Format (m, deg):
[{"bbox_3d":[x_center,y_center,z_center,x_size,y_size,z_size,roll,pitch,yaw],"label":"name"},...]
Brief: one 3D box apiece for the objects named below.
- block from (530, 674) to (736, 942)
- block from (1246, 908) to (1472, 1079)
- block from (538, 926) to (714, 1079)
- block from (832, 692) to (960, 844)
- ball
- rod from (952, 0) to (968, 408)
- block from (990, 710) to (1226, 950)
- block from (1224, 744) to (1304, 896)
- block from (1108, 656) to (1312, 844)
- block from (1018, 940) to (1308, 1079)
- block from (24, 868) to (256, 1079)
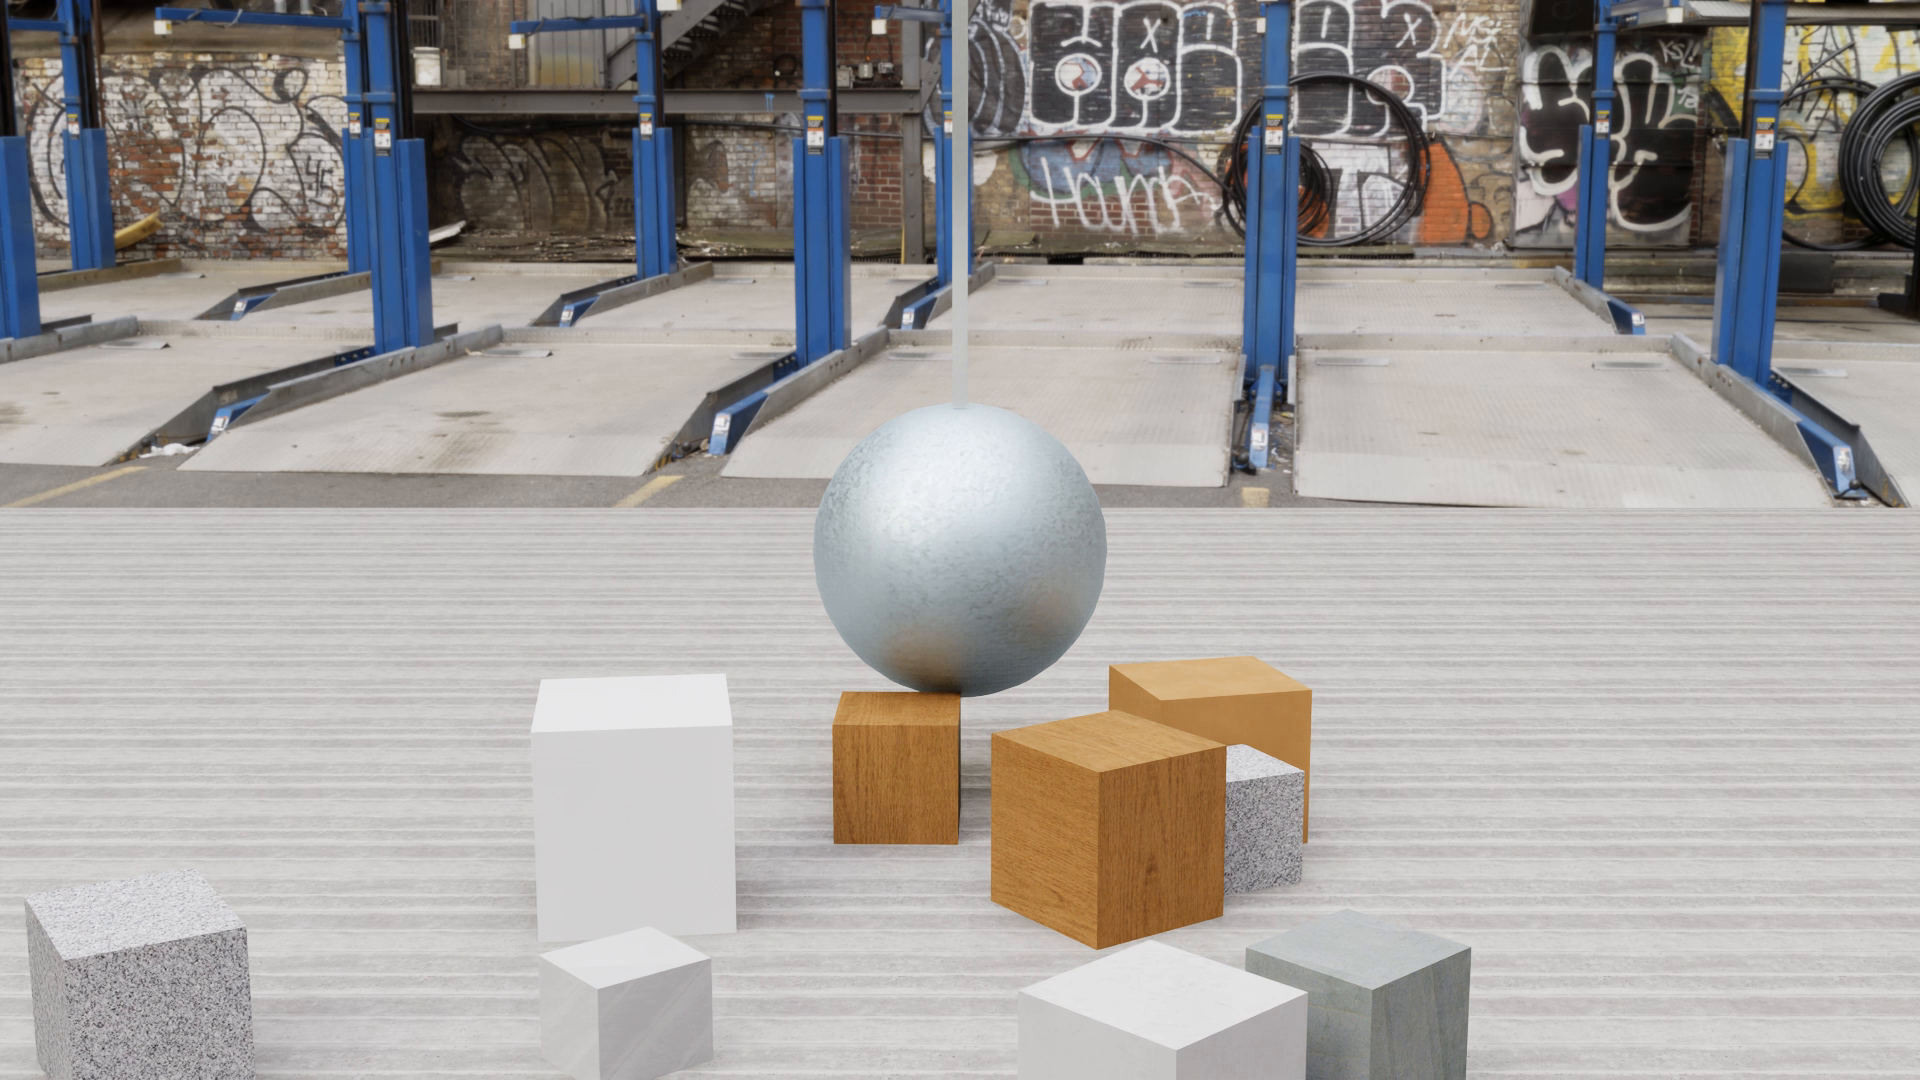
[{"bbox_3d":[-1.503,1.215,10.192,0.875,0.962,0.962,-1,10,-8],"label":"block"},{"bbox_3d":[1.448,1.782,8.042,0.601,0.617,0.560,-10,14,-43],"label":"block"},{"bbox_3d":[-1.288,1.804,8.480,0.499,0.417,0.449,-8,13,-39],"label":"block"},{"bbox_3d":[-0.317,1.171,11.386,0.629,0.622,0.681,0,10,1],"label":"block"},{"bbox_3d":[0.000,0.054,11.933,1.600,1.600,1.600,0,10,0],"label":"ball"},{"bbox_3d":[0.000,-3.192,10.922,0.080,5.200,0.080,0,17,0],"label":"rod"},{"bbox_3d":[0.675,1.308,10.111,0.744,0.809,0.786,-7,13,-35],"label":"block"},{"bbox_3d":[1.300,1.345,10.623,0.491,0.552,0.533,-5,11,-25],"label":"block"},{"bbox_3d":[1.270,1.094,11.320,0.805,0.798,0.769,-3,11,-15],"label":"block"},{"bbox_3d":[0.682,1.854,7.450,0.683,0.686,0.693,-10,14,-43],"label":"block"},{"bbox_3d":[-3.097,1.714,8.294,0.632,0.661,0.794,-6,12,-32],"label":"block"}]
